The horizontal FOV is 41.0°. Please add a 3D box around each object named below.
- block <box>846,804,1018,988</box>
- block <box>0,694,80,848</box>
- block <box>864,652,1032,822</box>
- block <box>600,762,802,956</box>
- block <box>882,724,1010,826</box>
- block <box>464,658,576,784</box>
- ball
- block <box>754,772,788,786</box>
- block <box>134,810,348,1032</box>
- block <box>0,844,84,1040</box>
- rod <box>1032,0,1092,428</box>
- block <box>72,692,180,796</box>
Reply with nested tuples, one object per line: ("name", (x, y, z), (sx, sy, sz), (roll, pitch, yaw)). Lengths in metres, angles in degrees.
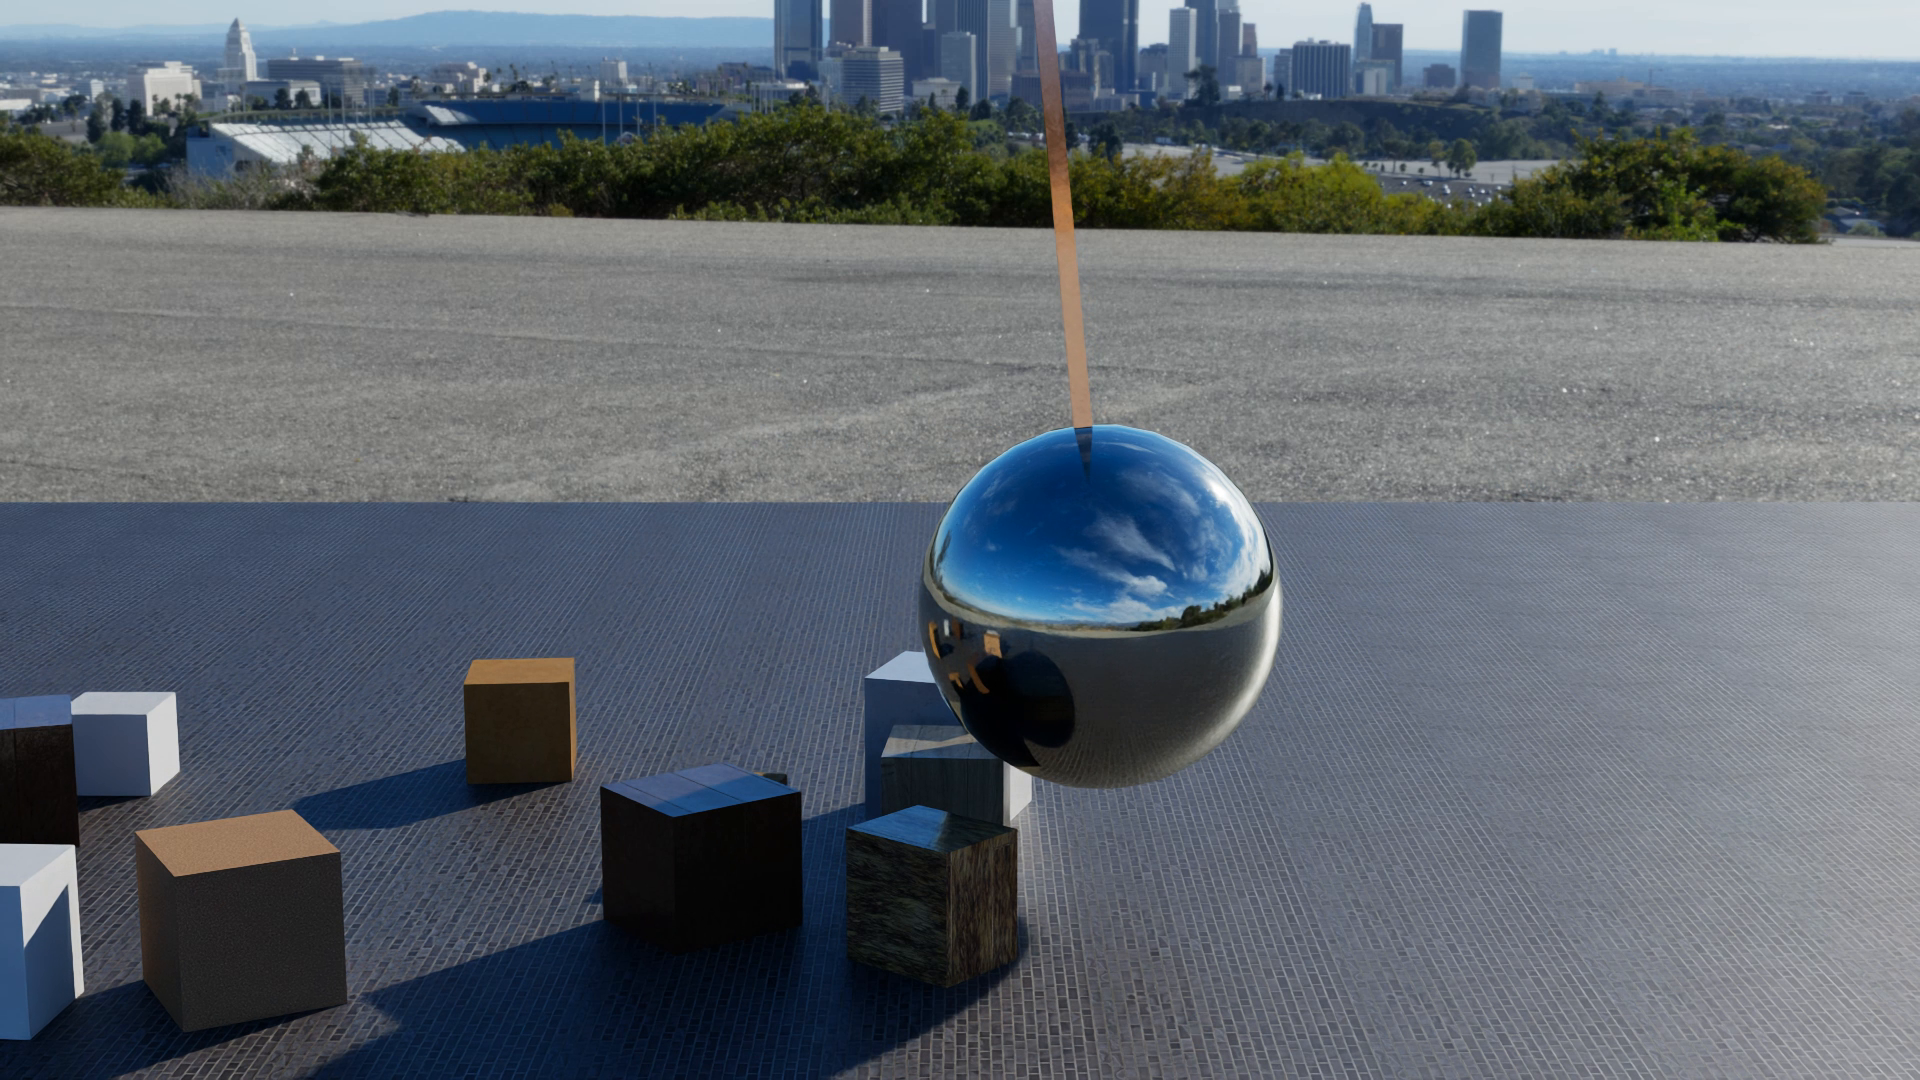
("block", (-0.112, 1.416, 10.257), (0.527, 0.545, 0.433), (9, 13, 40))
("block", (-4.464, 1.093, 11.924), (0.666, 0.583, 0.618), (-4, 11, -19))
("block", (-0.050, 0.961, 12.309), (0.650, 0.705, 0.596), (3, 11, 17))
("block", (-1.078, 1.317, 10.704), (0.617, 0.579, 0.582), (-8, 13, -37))
("block", (-0.058, 1.170, 11.670), (0.543, 0.523, 0.574), (1, 10, 4))
("block", (-2.237, 0.917, 13.093), (0.520, 0.512, 0.548), (-1, 10, -6))
("ball", (0.613, 0.290, 11.233), (1.600, 1.600, 1.600), (0, 10, 0))
("block", (-0.964, 1.266, 11.651), (0.283, 0.340, 0.349), (2, 10, 11))
("block", (-2.776, 1.453, 9.891), (0.617, 0.603, 0.658), (-6, 12, -29))
("block", (-3.644, 1.502, 9.655), (0.470, 0.590, 0.509), (1, 10, 3))
("rod", (0.266, -3.038, 10.628), (0.080, 5.200, 0.080), (-6, 10, 1))
("block", (-4.210, 1.016, 12.824), (0.459, 0.413, 0.457), (0, 10, 0))
